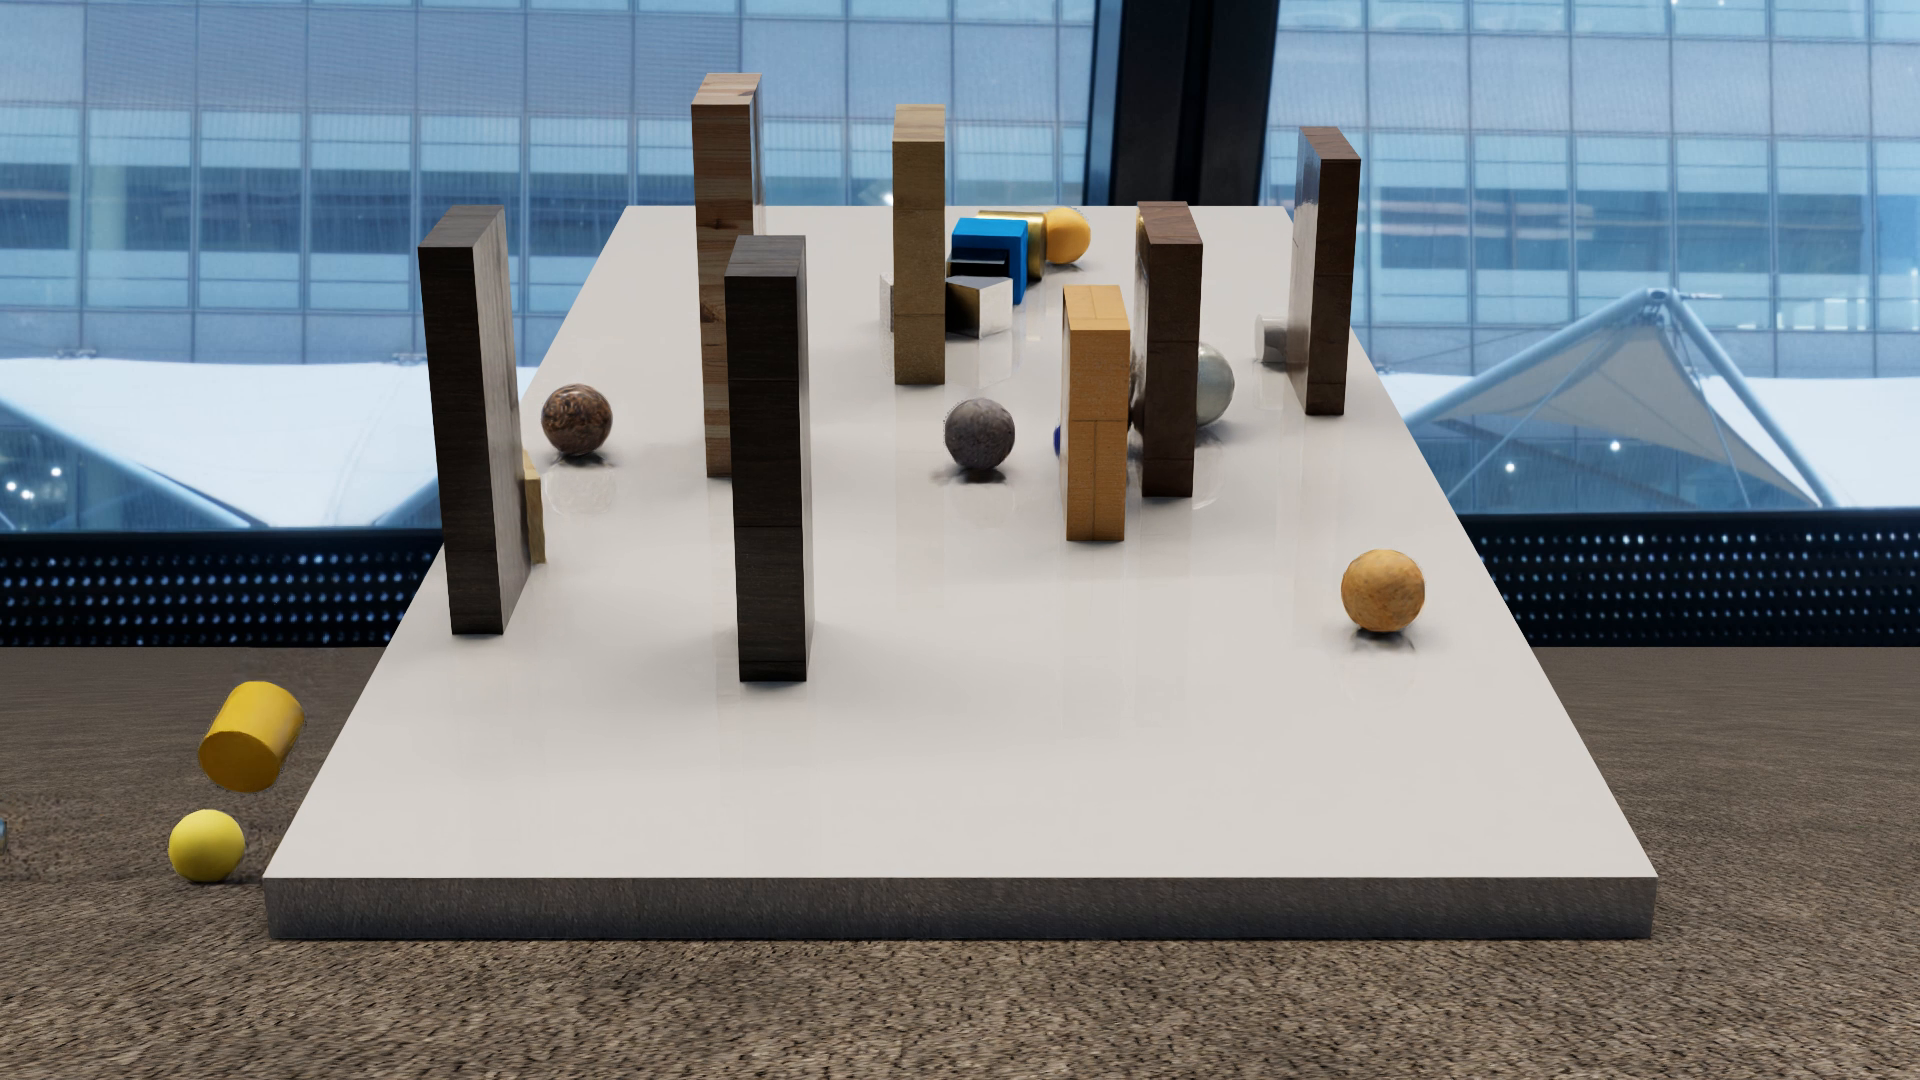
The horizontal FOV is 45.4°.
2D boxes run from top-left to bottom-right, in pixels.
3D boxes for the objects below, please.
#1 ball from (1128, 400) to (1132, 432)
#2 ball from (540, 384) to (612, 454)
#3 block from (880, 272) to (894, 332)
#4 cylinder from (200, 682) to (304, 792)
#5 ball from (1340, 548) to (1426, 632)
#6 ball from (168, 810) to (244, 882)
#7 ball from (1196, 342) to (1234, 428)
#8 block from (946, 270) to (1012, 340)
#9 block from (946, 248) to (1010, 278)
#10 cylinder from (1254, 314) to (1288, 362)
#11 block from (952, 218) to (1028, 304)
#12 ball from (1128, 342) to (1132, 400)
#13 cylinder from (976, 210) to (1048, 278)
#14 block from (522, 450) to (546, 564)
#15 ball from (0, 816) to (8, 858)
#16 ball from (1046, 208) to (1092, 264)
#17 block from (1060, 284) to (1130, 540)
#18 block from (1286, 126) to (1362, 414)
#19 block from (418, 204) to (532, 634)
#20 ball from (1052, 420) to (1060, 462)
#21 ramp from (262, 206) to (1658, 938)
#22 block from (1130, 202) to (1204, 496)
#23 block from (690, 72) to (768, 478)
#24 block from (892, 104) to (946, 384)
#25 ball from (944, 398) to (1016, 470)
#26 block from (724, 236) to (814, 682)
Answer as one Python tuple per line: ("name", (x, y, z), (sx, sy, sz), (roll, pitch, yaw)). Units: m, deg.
("ball", (0.294, -0.268, 4.940), (0.154, 0.154, 0.154), (0, -3, 0))
("ball", (-0.820, -0.258, 4.913), (0.153, 0.153, 0.153), (0, -3, 0))
("block", (-0.131, -0.606, 5.818), (0.122, 0.122, 0.122), (-6, 23, -14))
("cylinder", (-1.298, 0.361, 4.215), (0.146, 0.146, 0.146), (0, 34, 6))
("ball", (0.749, 0.090, 4.067), (0.149, 0.149, 0.149), (0, -3, 0))
("ball", (-1.339, 0.544, 4.081), (0.130, 0.130, 0.130), (0, -3, 0))
("ball", (0.508, -0.343, 5.073), (0.195, 0.195, 0.195), (0, -3, 0))
("block", (0.041, -0.592, 5.773), (0.129, 0.129, 0.129), (18, 28, 37))
("block", (0.046, -0.662, 5.921), (0.147, 0.147, 0.147), (3, 22, 6))
("cylinder", (0.779, -0.487, 5.531), (0.118, 0.118, 0.118), (-2, -2, -4))
("block", (0.079, -0.738, 6.065), (0.181, 0.181, 0.181), (3, 22, 6))
("ball", (0.399, -0.375, 5.212), (0.150, 0.150, 0.150), (0, -3, 0))
("cylinder", (0.138, -0.802, 6.228), (0.178, 0.178, 0.178), (3, -2, 8))
("block", (-0.896, -0.056, 4.389), (0.171, 0.171, 0.171), (-7, 23, -17))
("ball", (-1.794, 0.537, 4.132), (0.148, 0.148, 0.148), (0, -3, 0))
("ball", (0.286, -0.842, 6.358), (0.155, 0.155, 0.155), (0, -3, 0))
("block", (0.264, -0.255, 4.545), (0.113, 0.428, 0.312), (0, 22, 0))
("block", (0.823, -0.617, 5.232), (0.087, 0.584, 0.338), (0, 22, 0))
("block", (-0.854, -0.214, 4.069), (0.091, 0.703, 0.292), (0, 22, 0))
("ball", (0.264, -0.208, 4.809), (0.142, 0.142, 0.142), (0, -3, 0))
("ramp", (-0.007, -0.221, 5.162), (2.000, 0.100, 4.000), (0, 22, 0))
("block", (0.424, -0.400, 4.764), (0.104, 0.531, 0.347), (0, 22, 0))
("block", (-0.472, -0.555, 4.811), (0.115, 0.781, 0.330), (0, 22, 0))
("block", (-0.095, -0.710, 5.473), (0.118, 0.574, 0.424), (0, 22, 0))
("ball", (0.042, -0.223, 4.832), (0.151, 0.151, 0.151), (0, -3, 0))
("block", (-0.316, -0.137, 3.876), (0.114, 0.707, 0.258), (0, 22, 0))
